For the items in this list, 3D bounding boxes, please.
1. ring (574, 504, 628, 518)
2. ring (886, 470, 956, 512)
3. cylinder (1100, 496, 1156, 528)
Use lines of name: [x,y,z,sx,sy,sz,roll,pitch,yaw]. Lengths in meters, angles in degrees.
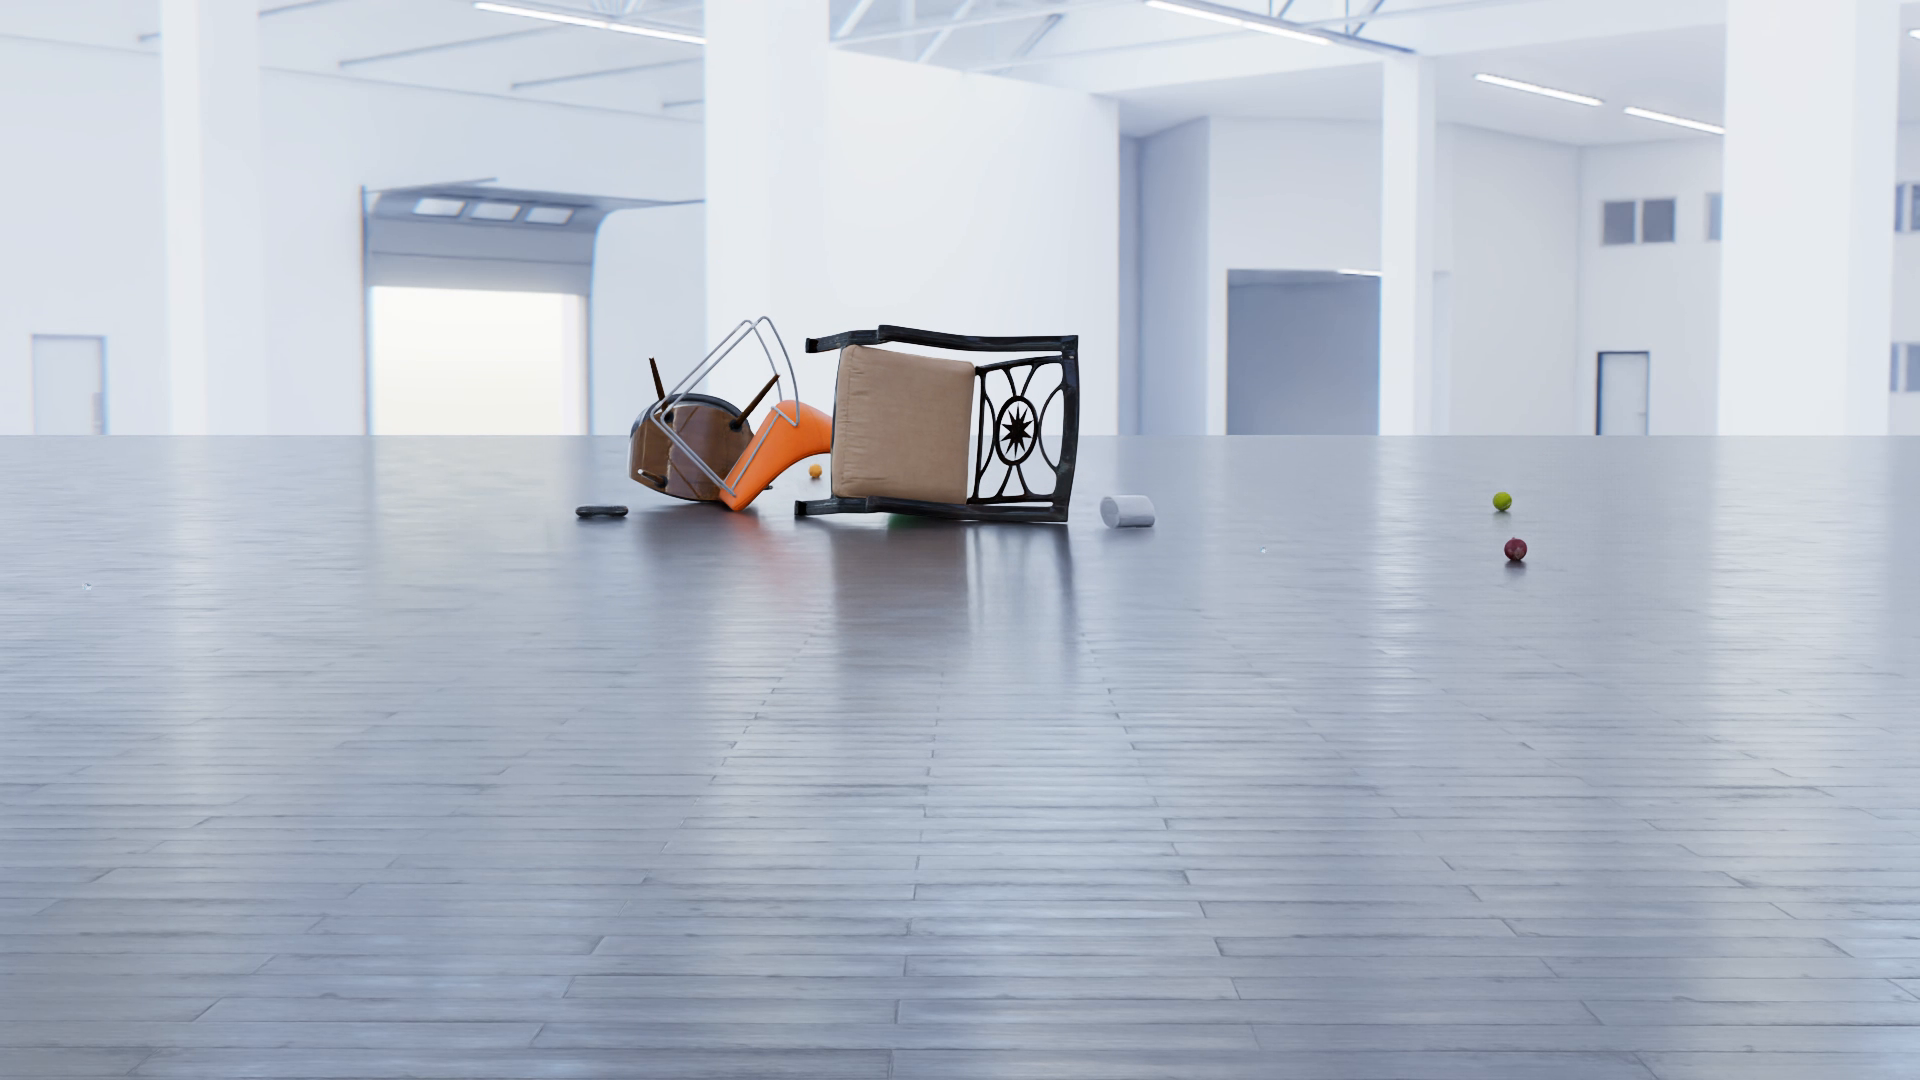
ring: [-1.262,-0.103,7.747,0.187,0.043,0.190,-2,4,-31]
ring: [-0.142,-0.179,8.106,0.268,0.128,0.191,-9,-4,16]
cylinder: [0.543,-0.091,7.127,0.130,0.097,0.145,-2,23,-23]
